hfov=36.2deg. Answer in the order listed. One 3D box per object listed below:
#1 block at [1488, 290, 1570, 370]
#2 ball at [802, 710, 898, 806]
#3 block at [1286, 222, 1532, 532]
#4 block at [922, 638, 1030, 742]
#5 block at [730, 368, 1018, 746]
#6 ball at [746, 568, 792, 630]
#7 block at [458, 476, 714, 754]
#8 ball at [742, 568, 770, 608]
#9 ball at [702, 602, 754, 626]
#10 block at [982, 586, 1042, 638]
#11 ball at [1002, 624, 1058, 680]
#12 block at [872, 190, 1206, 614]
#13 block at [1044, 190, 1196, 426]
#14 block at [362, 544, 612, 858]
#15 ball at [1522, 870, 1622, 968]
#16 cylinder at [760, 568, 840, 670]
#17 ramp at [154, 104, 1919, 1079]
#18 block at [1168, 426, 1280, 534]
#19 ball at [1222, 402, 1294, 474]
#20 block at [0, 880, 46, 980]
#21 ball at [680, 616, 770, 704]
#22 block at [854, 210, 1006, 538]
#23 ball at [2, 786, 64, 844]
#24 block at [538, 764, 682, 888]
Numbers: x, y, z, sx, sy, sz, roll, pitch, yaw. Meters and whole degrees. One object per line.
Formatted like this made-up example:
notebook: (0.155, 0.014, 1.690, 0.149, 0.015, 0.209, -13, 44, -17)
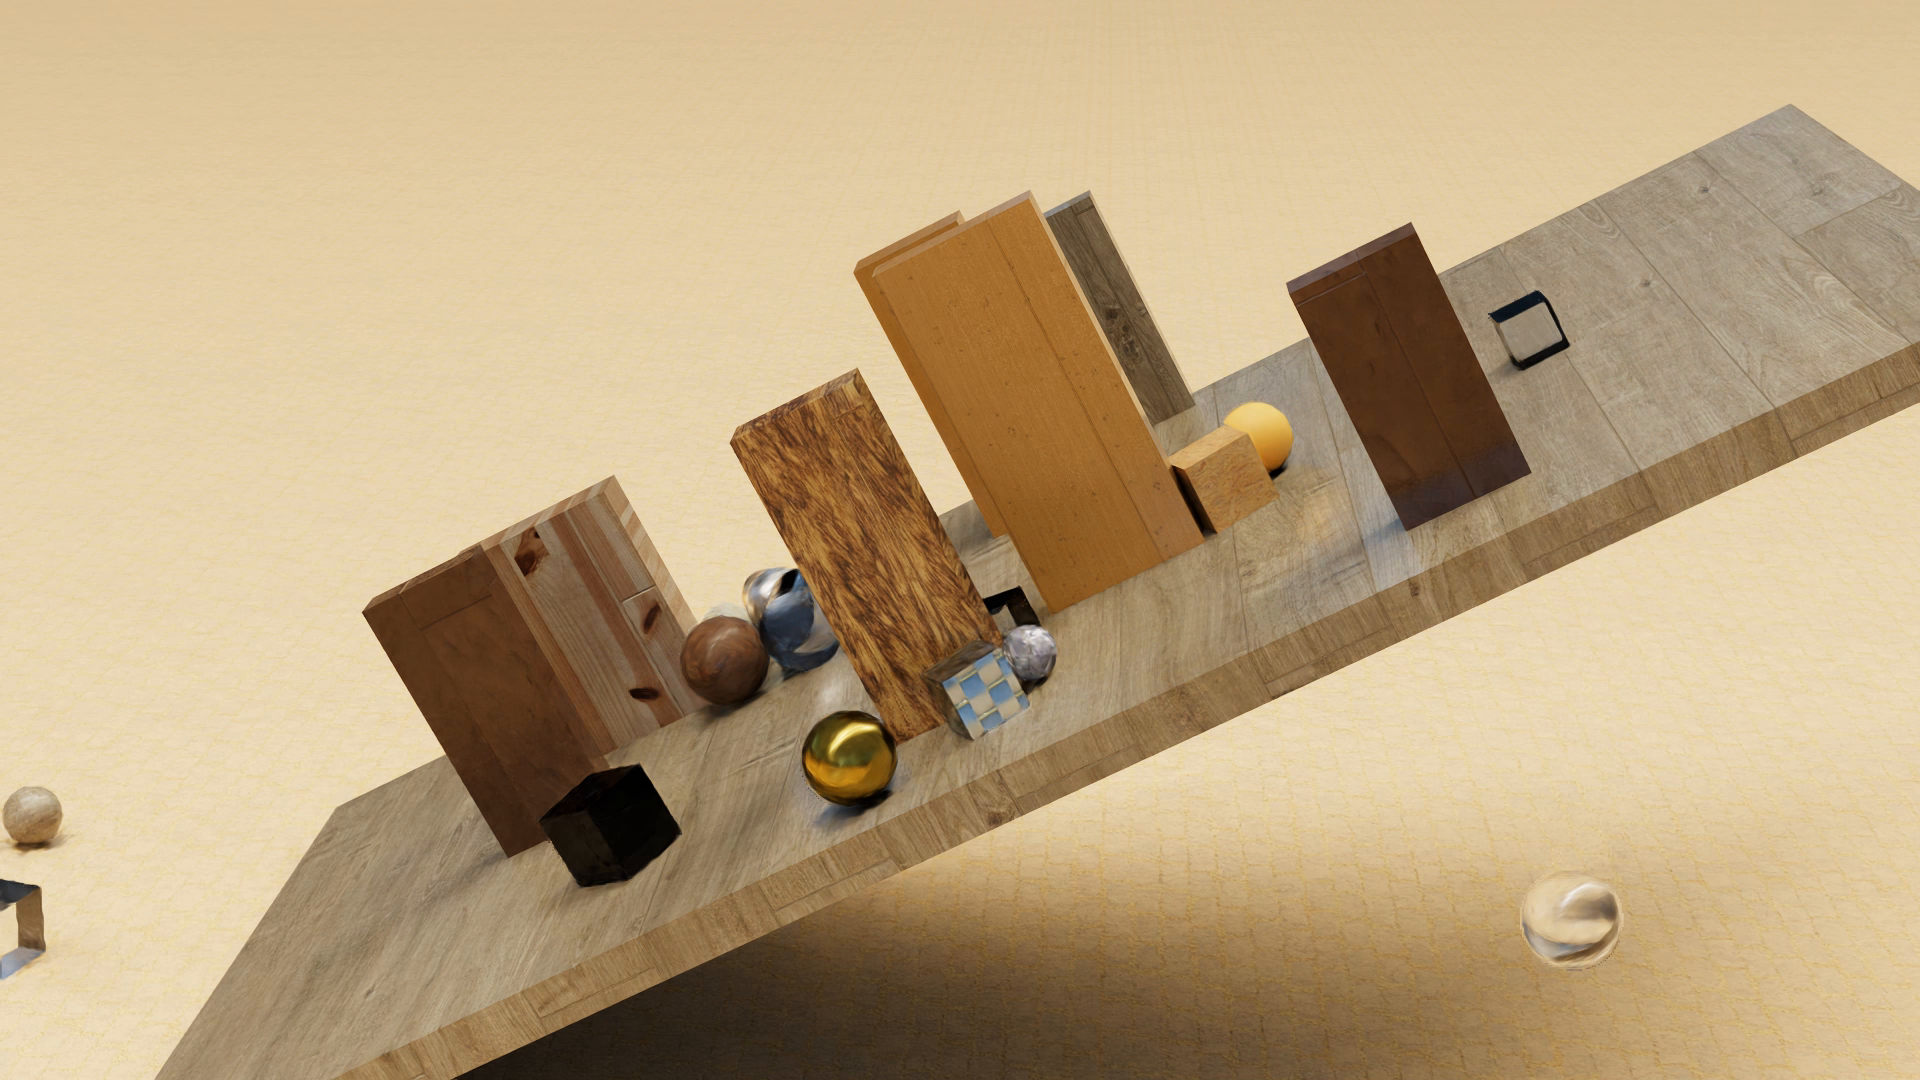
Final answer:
block: (1.163, -0.428, 6.007, 0.110, 0.110, 0.110, -27, 14, 6)
ball: (-0.206, 0.407, 5.497, 0.179, 0.179, 0.179, 0, 17, 0)
block: (0.820, -0.297, 5.375, 0.251, 0.498, 0.099, -26, 14, 10)
block: (0.030, 0.284, 5.586, 0.130, 0.130, 0.130, -32, 14, -13)
block: (-0.160, 0.035, 5.687, 0.264, 0.683, 0.119, -26, 14, 10)
ball: (-0.417, 0.147, 6.874, 0.167, 0.167, 0.167, 0, 17, 0)
block: (-0.847, 0.194, 6.730, 0.410, 0.549, 0.142, -26, 14, 10)
ball: (-0.466, 0.132, 7.114, 0.124, 0.124, 0.124, 0, 17, 0)
ball: (-0.550, 0.215, 6.960, 0.132, 0.132, 0.132, 0, 17, 0)
block: (0.076, 0.188, 5.861, 0.122, 0.122, 0.122, -20, 16, 32)
ball: (0.133, 0.217, 5.664, 0.108, 0.108, 0.108, 0, 17, 0)
block: (0.164, -0.273, 5.950, 0.350, 0.789, 0.102, -26, 14, 10)
block: (0.277, -0.500, 7.025, 0.357, 0.564, 0.086, -26, 14, 10)
block: (-0.998, 0.348, 6.303, 0.269, 0.625, 0.099, -26, 14, 10)
ball: (0.966, 0.599, 4.646, 0.154, 0.154, 0.154, 0, 17, 0)
cylinder: (-0.350, 0.176, 6.600, 0.184, 0.184, 0.184, 1, 16, 2)
ramp: (0.140, 0.167, 6.281, 4.000, 0.100, 2.000, -26, 14, 10)
block: (0.535, -0.126, 6.043, 0.151, 0.151, 0.151, -30, 14, -8)
ball: (0.623, -0.212, 6.181, 0.154, 0.154, 0.154, 0, 17, 0)
block: (-2.263, 0.905, 6.871, 0.168, 0.168, 0.168, 7, 18, 17)
ball: (-0.525, 0.268, 6.577, 0.199, 0.199, 0.199, 0, 17, 0)
block: (0.040, -0.378, 6.758, 0.264, 0.701, 0.133, -26, 14, 10)
ball: (-2.384, 0.707, 7.562, 0.150, 0.150, 0.150, 0, 17, 0)
block: (-0.699, 0.570, 5.870, 0.166, 0.166, 0.166, -15, 20, 45)
